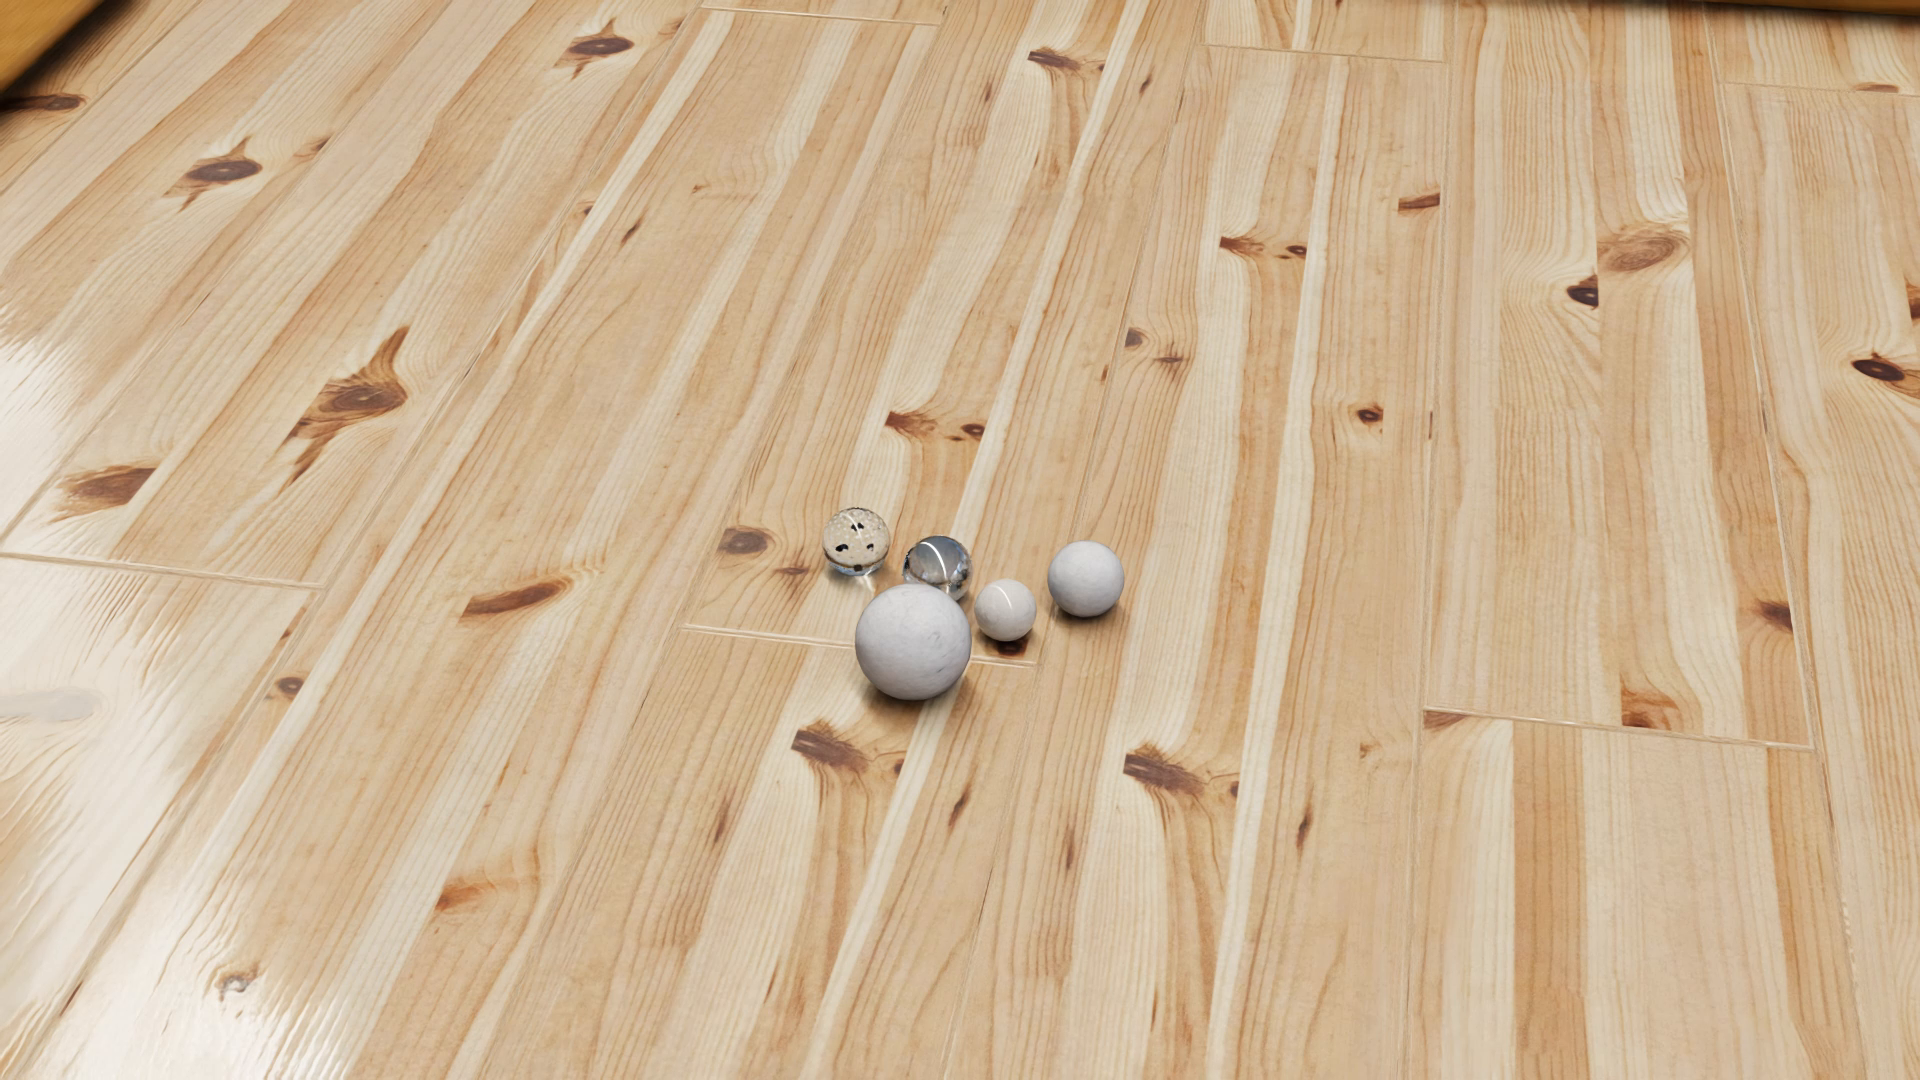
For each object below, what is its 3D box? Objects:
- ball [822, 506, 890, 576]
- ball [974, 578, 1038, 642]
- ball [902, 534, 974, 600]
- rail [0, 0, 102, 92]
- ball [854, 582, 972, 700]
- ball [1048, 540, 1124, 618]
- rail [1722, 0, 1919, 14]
[{"bbox_3d":[-0.072,0.001,1.781,0.048,0.048,0.048,0,35,0],"label":"ball"},{"bbox_3d":[0.031,0.047,1.721,0.042,0.042,0.042,0,35,0],"label":"ball"},{"bbox_3d":[-0.015,0.021,1.753,0.049,0.049,0.049,0,35,0],"label":"ball"},{"bbox_3d":[-0.985,-0.120,1.906,0.045,0.099,2.194,6,36,8],"label":"rail"},{"bbox_3d":[-0.030,0.066,1.665,0.076,0.076,0.076,0,35,0],"label":"ball"},{"bbox_3d":[0.085,0.026,1.742,0.053,0.053,0.053,0,35,0],"label":"ball"},{"bbox_3d":[1.195,-0.528,2.481,4.096,0.099,0.045,6,36,8],"label":"rail"}]
